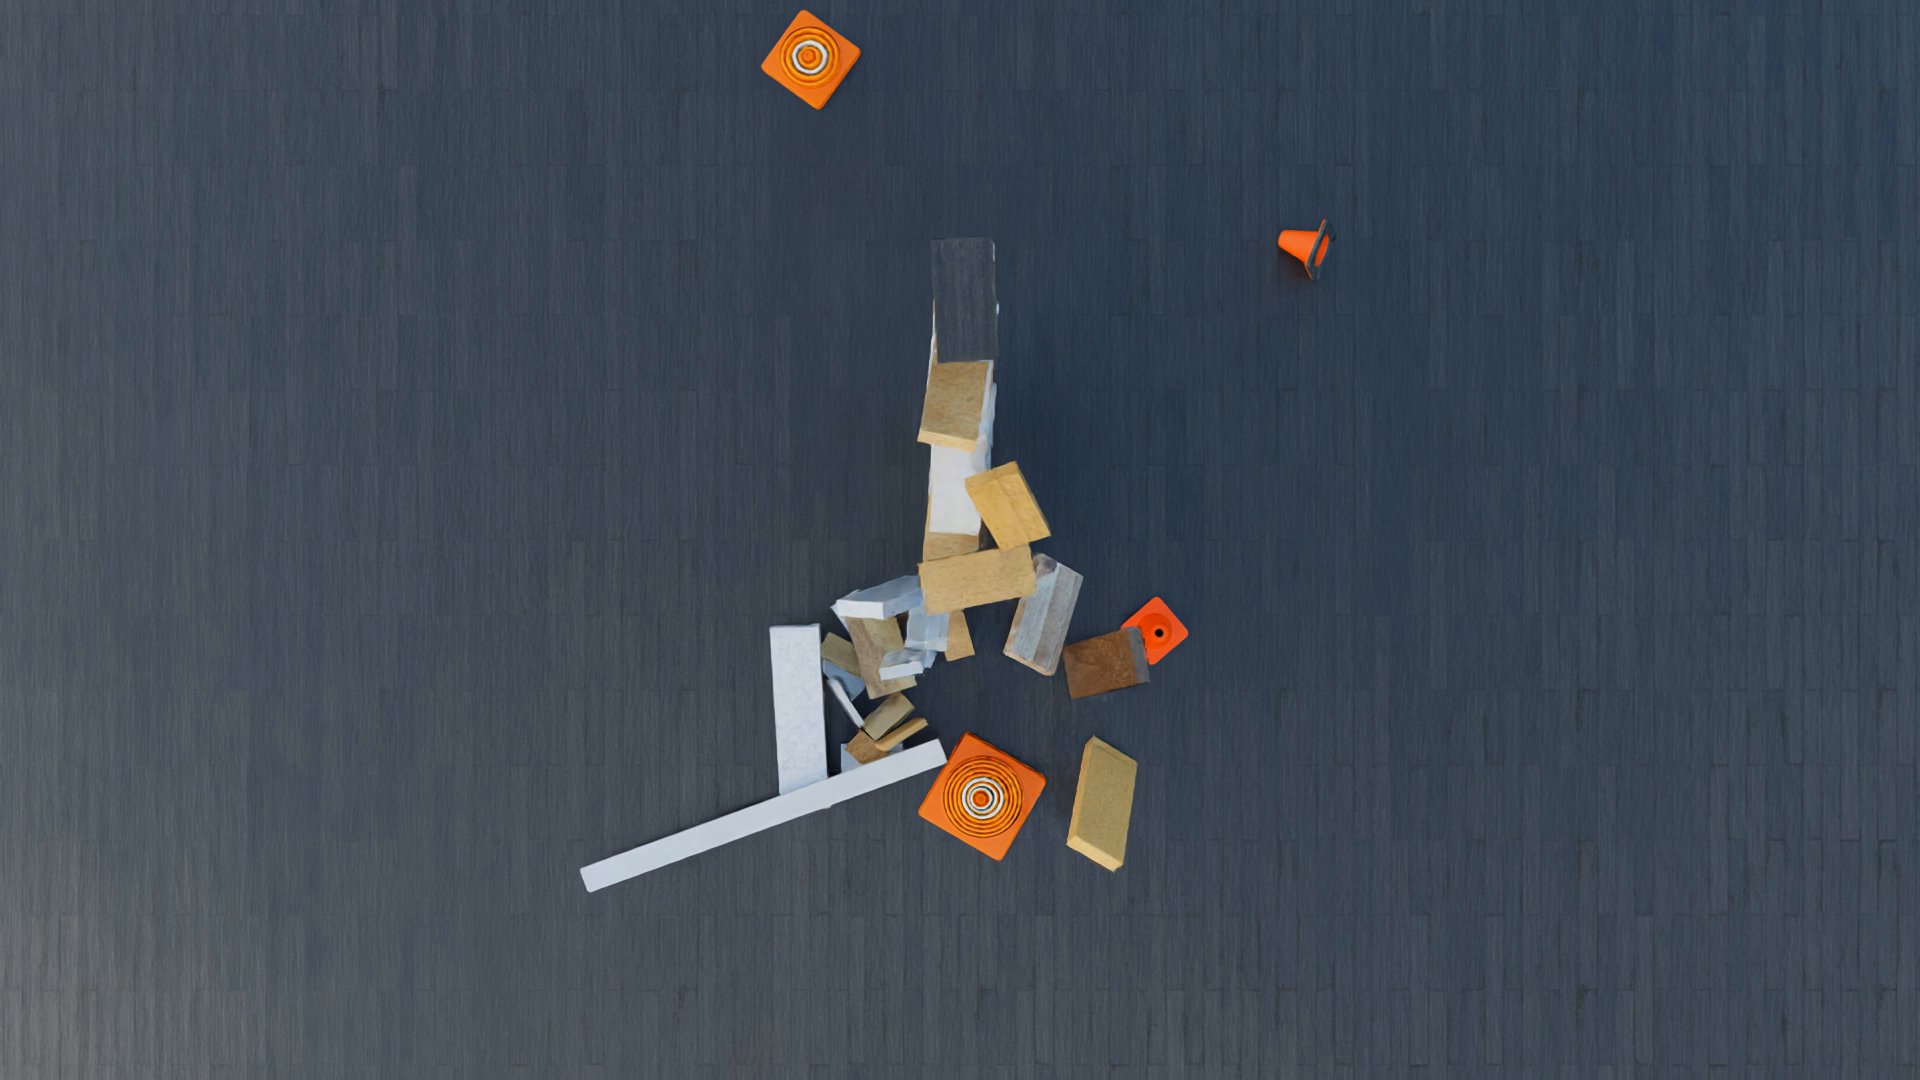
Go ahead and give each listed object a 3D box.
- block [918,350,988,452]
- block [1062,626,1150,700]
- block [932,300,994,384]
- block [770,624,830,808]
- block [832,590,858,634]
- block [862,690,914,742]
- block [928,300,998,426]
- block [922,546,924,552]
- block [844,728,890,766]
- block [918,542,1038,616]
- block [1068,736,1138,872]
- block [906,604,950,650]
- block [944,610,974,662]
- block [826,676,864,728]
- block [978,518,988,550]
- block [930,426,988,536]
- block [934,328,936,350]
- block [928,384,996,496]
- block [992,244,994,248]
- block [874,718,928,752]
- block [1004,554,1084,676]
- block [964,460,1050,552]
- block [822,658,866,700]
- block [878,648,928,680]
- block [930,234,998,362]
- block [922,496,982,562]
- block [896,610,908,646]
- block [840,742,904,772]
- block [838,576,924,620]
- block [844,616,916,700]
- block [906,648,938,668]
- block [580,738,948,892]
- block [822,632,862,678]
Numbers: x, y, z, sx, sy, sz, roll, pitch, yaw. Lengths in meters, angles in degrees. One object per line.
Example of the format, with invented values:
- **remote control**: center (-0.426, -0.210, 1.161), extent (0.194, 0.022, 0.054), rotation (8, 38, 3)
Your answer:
- **block**: center (-0.015, -0.341, 4.042), extent (0.139, 0.040, 0.279), rotation (11, 49, -3)
- **block**: center (0.467, 0.400, 5.329), extent (0.050, 0.355, 0.177), rotation (-5, 80, -34)
- **block**: center (0.008, -0.453, 4.456), extent (0.158, 0.661, 0.045), rotation (1, 66, 0)
- **block**: center (-0.526, 0.585, 5.437), extent (0.159, 0.045, 0.609), rotation (-2, 97, 3)
- **block**: center (-0.324, 0.276, 5.450), extent (0.103, 0.029, 0.206), rotation (-35, 88, -9)
- **block**: center (-0.240, 0.583, 5.470), extent (0.172, 0.024, 0.086), rotation (-44, 64, 0)
- **block**: center (0.003, -0.453, 4.166), extent (0.158, 0.045, 0.315), rotation (5, 112, -2)
- **block**: center (-0.029, 0.030, 4.605), extent (0.145, 0.291, 0.041), rotation (5, 91, 0)
- **block**: center (-0.291, 0.713, 5.459), extent (0.169, 0.024, 0.085), rotation (40, 90, 0)
- **block**: center (0.048, 0.102, 4.400), extent (0.304, 0.040, 0.140), rotation (-11, 94, -16)
- **block**: center (0.460, 0.839, 5.286), extent (0.177, 0.461, 0.050), rotation (31, 126, -10)
- **block**: center (-0.102, 0.248, 5.390), extent (0.133, 0.265, 0.038), rotation (4, 133, 0)
- **block**: center (-0.022, 0.299, 5.486), extent (0.096, 0.027, 0.193), rotation (-15, 90, 0)
- **block**: center (-0.379, 0.534, 5.436), extent (0.024, 0.086, 0.172), rotation (-35, 104, -11)
- **block**: center (-0.007, -0.028, 4.776), extent (0.171, 0.049, 0.343), rotation (2, 90, 0)
- **block**: center (-0.005, -0.158, 4.331), extent (0.133, 0.038, 0.297), rotation (4, 117, -1)
- **block**: center (0.009, -0.494, 3.971), extent (0.141, 0.282, 0.040), rotation (4, 105, -1)
- **block**: center (0.005, -0.261, 4.324), extent (0.158, 0.045, 0.315), rotation (4, 117, 0)
- **block**: center (0.006, -0.583, 4.642), extent (0.141, 1.719, 0.040), rotation (2, 85, 0)
- **block**: center (-0.194, 0.638, 5.430), extent (0.169, 0.085, 0.024), rotation (-30, 98, -20)
- **block**: center (0.273, 0.242, 5.377), extent (0.177, 0.050, 0.355), rotation (29, 66, -25)
- **block**: center (0.125, -0.085, 4.283), extent (0.140, 0.279, 0.040), rotation (-19, 50, 10)
- **block**: center (-0.394, 0.426, 5.485), extent (0.103, 0.029, 0.206), rotation (-44, 90, 0)
- **block**: center (-0.178, 0.391, 5.246), extent (0.133, 0.266, 0.038), rotation (-11, 96, 3)
- **block**: center (0.011, -0.553, 3.788), extent (0.141, 0.040, 0.282), rotation (-3, 105, 1)
- **block**: center (-0.016, -0.067, 4.437), extent (0.145, 0.041, 0.291), rotation (6, 91, 0)
- **block**: center (-0.199, 0.259, 5.461), extent (0.096, 0.027, 0.193), rotation (-28, 87, -3)
- **block**: center (-0.292, 0.724, 5.485), extent (0.206, 0.029, 0.103), rotation (-1, 90, 0)
- **block**: center (-0.179, 0.158, 4.611), extent (0.159, 0.319, 0.045), rotation (2, 103, 36)
- **block**: center (-0.266, 0.348, 5.409), extent (0.159, 0.045, 0.319), rotation (-17, 86, -8)
- **block**: center (-0.169, 0.347, 5.486), extent (0.193, 0.027, 0.096), rotation (22, 90, 0)
- **block**: center (-0.651, 0.908, 5.429), extent (1.279, 0.024, 0.085), rotation (-21, 90, 5)
- **block**: center (-0.379, 0.381, 5.457), extent (0.172, 0.024, 0.086), rotation (29, 79, -3)
